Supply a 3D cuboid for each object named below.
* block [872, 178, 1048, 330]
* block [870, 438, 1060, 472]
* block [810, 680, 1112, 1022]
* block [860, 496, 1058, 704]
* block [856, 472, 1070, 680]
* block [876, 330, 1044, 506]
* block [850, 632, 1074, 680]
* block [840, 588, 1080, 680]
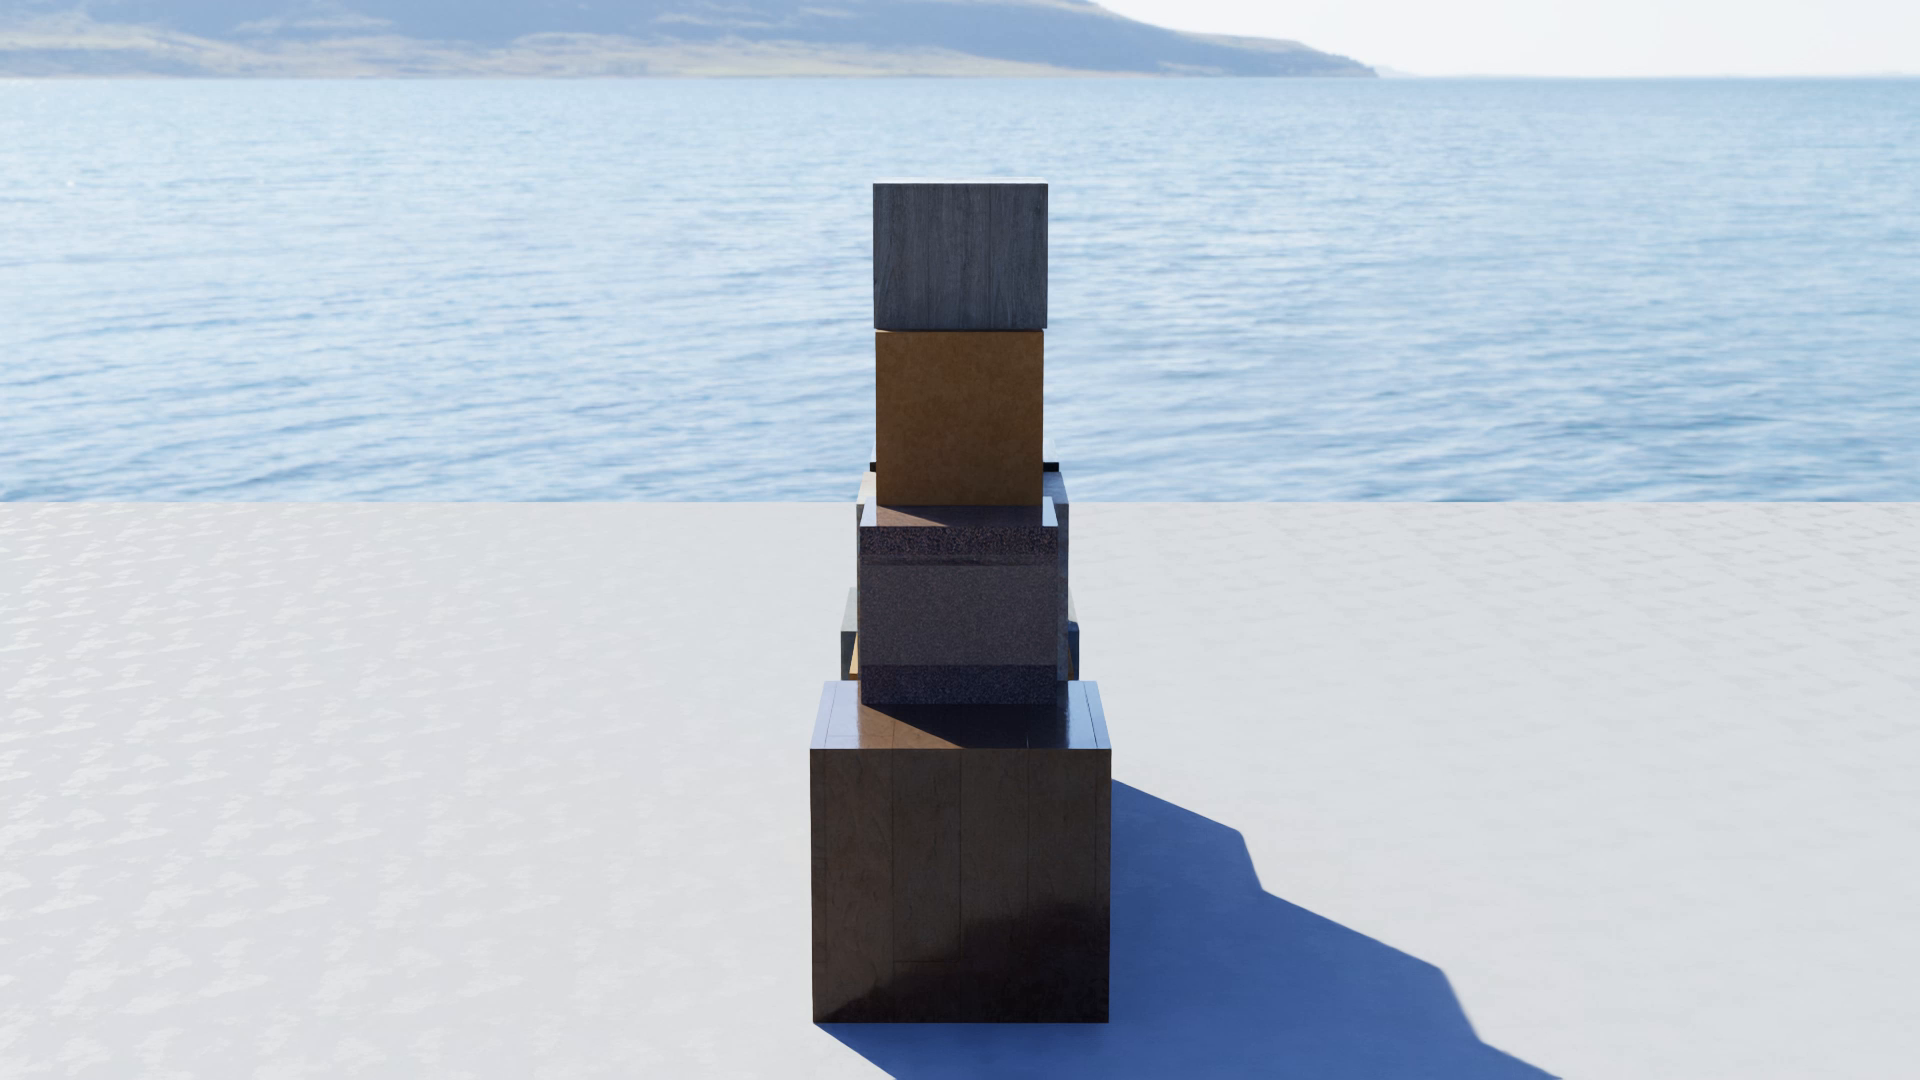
[{"bbox_3d":[0.002,-1.205,10.717,0.710,0.590,0.616,0,10,0],"label":"block"},{"bbox_3d":[0.020,0.005,12.002,0.854,0.865,0.766,0,10,0],"label":"block"},{"bbox_3d":[0.003,1.192,10.043,1.110,1.061,1.067,0,10,0],"label":"block"},{"bbox_3d":[-0.004,0.232,10.380,0.770,0.708,0.722,0,10,0],"label":"block"},{"bbox_3d":[0.011,0.177,11.190,0.887,0.825,0.875,0,10,0],"label":"block"},{"bbox_3d":[-0.002,-0.547,10.724,0.679,0.707,0.667,0,10,0],"label":"block"},{"bbox_3d":[0.008,0.958,11.748,0.986,0.912,0.834,0,10,0],"label":"block"},{"bbox_3d":[0.000,0.785,12.685,1.127,0.916,1.052,0,10,0],"label":"block"}]
